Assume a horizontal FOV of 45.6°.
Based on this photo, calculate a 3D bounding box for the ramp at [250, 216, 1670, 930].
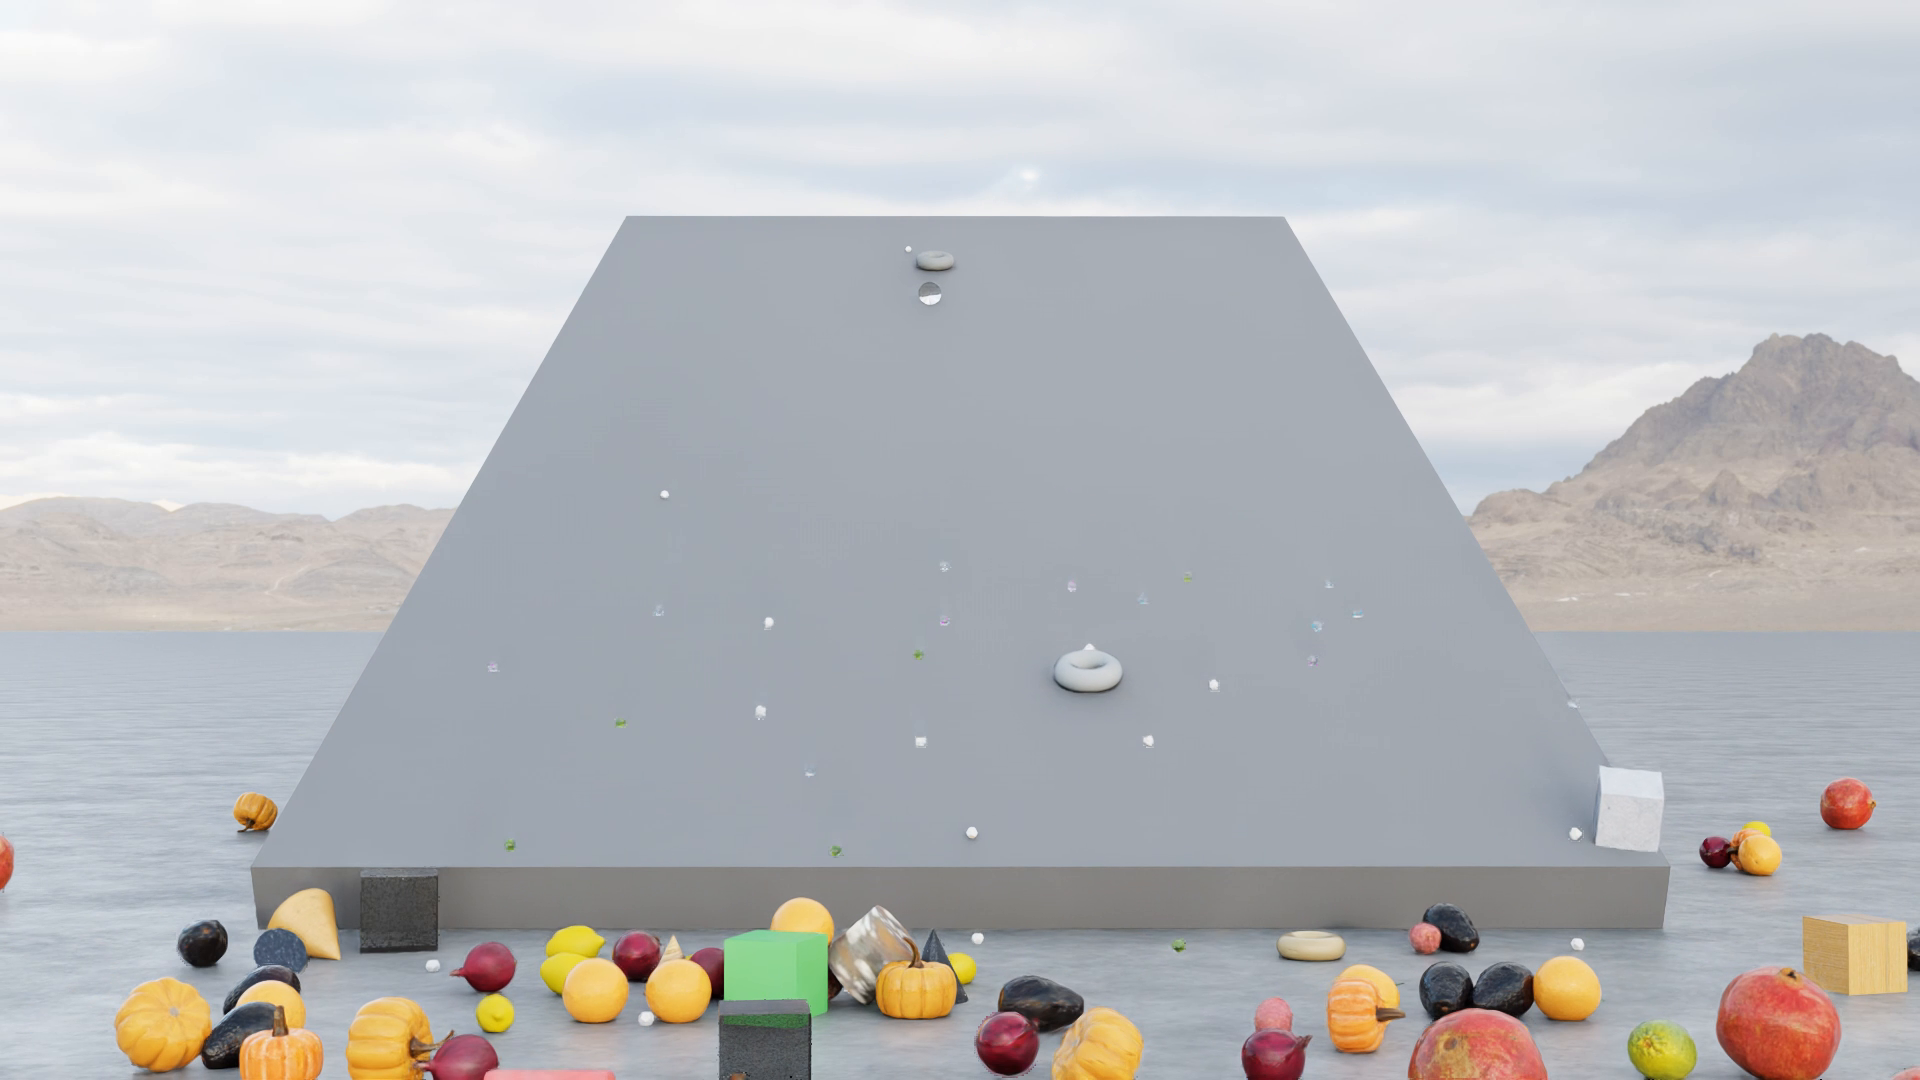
[{"bbox_3d":[-0.006,-0.216,5.099,2.000,0.100,4.000,0,21,0],"label":"ramp"}]

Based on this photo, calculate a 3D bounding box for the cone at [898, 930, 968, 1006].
[{"bbox_3d":[-0.031,0.489,2.637,0.082,0.082,0.082,0,-2,0],"label":"cone"}]

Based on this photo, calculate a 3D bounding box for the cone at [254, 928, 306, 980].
[{"bbox_3d":[-0.849,0.522,2.818,0.066,0.066,0.066,2,-29,-37],"label":"cone"}]

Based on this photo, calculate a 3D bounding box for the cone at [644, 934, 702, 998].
[{"bbox_3d":[-0.337,0.497,2.680,0.070,0.070,0.070,0,-2,0],"label":"cone"}]

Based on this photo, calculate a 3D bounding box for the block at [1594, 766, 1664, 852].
[{"bbox_3d":[0.962,0.388,3.289,0.086,0.086,0.086,5,22,12],"label":"block"}]

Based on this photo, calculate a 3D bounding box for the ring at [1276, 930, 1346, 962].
[{"bbox_3d":[0.457,0.528,2.969,0.090,0.030,0.090,0,-1,0],"label":"ring"}]

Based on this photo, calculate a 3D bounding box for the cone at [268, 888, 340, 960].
[{"bbox_3d":[-0.832,0.521,2.972,0.098,0.098,0.098,33,18,34],"label":"cone"}]

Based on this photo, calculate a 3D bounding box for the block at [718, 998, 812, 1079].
[{"bbox_3d":[-0.179,0.469,2.093,0.082,0.082,0.082,0,-2,-7],"label":"block"}]

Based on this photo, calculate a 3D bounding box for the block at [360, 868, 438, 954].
[{"bbox_3d":[-0.752,0.497,3.063,0.099,0.099,0.099,1,-2,-14],"label":"block"}]

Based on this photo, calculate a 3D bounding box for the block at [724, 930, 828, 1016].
[{"bbox_3d":[-0.204,0.483,2.535,0.087,0.087,0.087,-1,-2,20],"label":"block"}]

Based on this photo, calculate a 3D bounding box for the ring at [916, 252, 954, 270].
[{"bbox_3d":[-0.070,-0.777,6.359,0.109,0.036,0.109,0,23,0],"label":"ring"}]

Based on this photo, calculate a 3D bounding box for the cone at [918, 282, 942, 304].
[{"bbox_3d":[-0.083,-0.646,6.032,0.060,0.060,0.060,0,-6,-7],"label":"cone"}]

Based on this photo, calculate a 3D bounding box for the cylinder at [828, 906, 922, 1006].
[{"bbox_3d":[-0.100,0.473,2.604,0.080,0.080,0.080,-41,-6,3],"label":"cylinder"}]

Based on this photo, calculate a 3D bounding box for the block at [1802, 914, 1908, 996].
[{"bbox_3d":[1.066,0.493,2.721,0.082,0.082,0.082,1,-2,-18],"label":"block"}]

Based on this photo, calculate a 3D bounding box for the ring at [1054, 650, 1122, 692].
[{"bbox_3d":[0.212,0.217,3.791,0.116,0.039,0.116,-1,22,0],"label":"ring"}]
